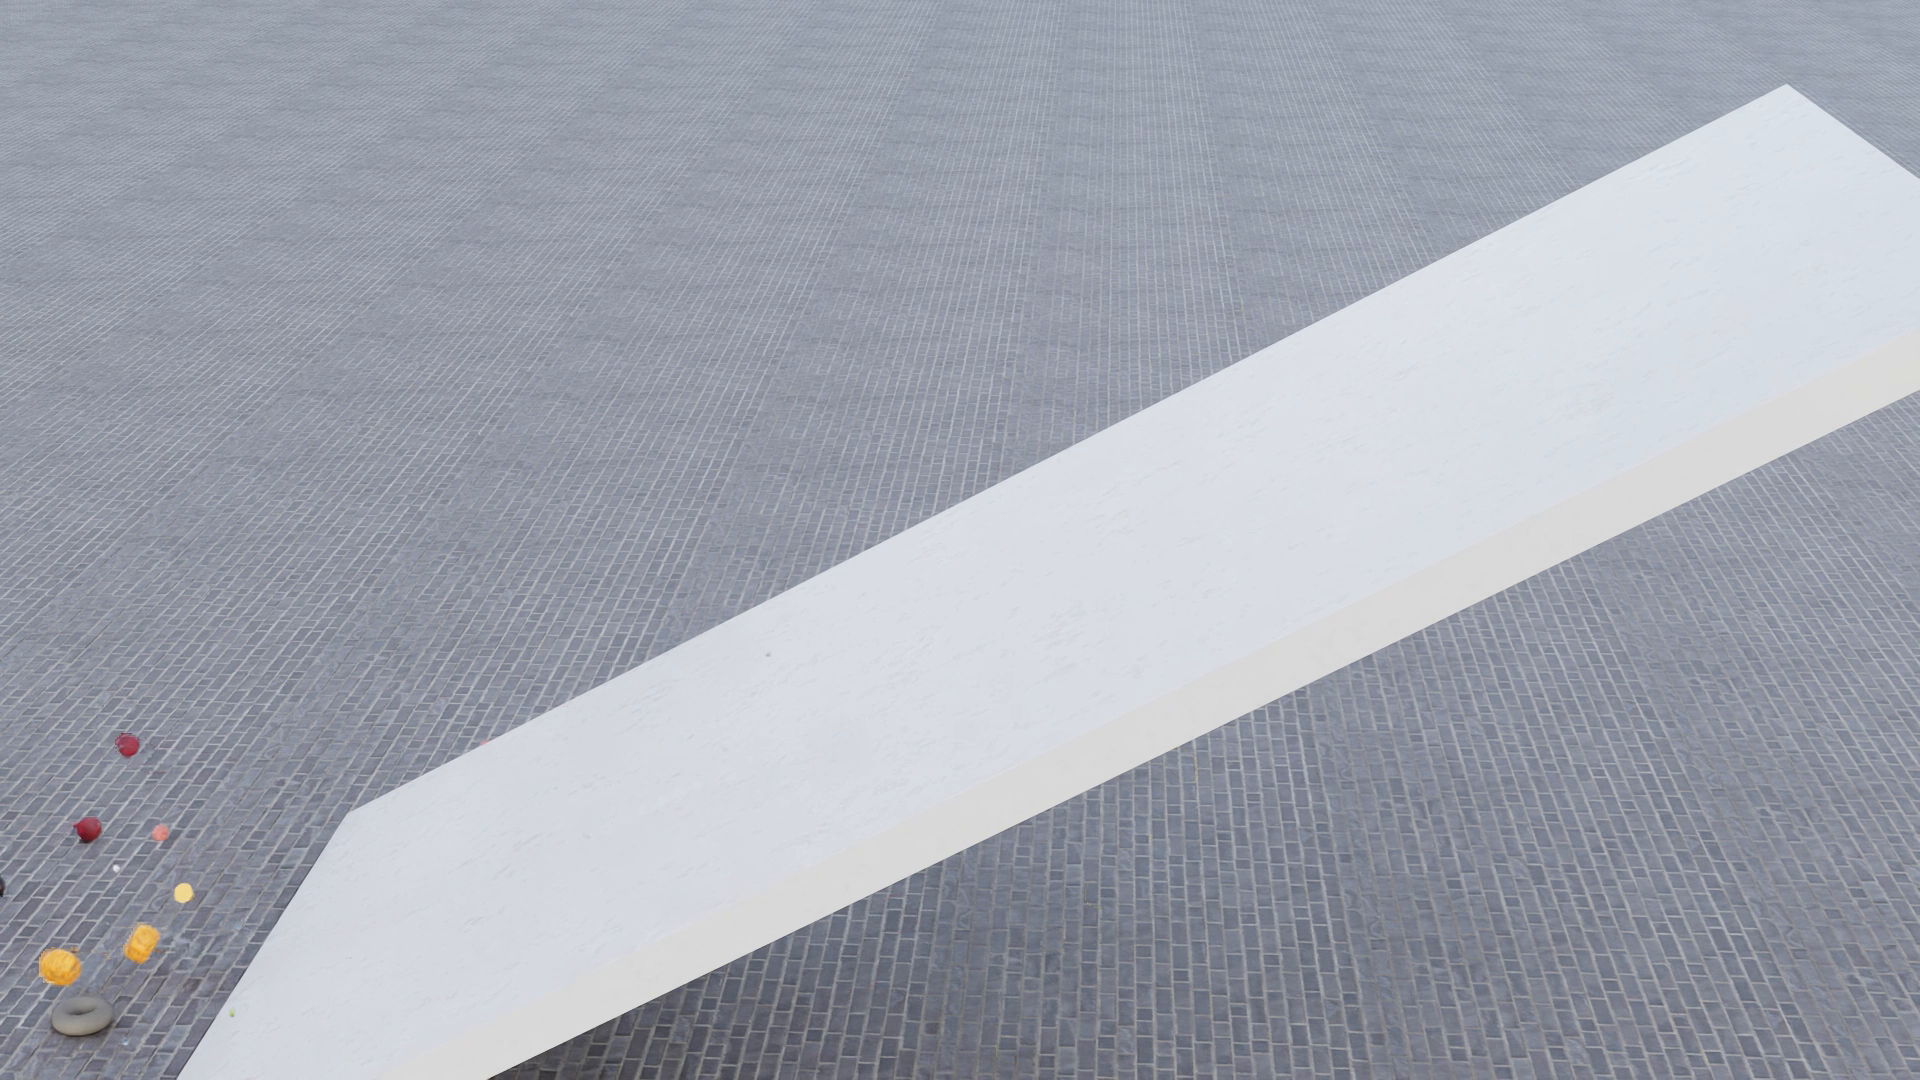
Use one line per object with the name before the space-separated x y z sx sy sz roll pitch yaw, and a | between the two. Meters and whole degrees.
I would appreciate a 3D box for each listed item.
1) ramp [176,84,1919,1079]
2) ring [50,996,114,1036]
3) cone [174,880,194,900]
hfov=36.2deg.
ramp | 0.141 0.167 6.282 4.000 0.100 2.000 -27 14 11
ring | -1.985 1.075 6.653 0.139 0.046 0.139 0 19 0
cone | -1.917 0.878 7.313 0.050 0.050 0.050 9 -16 26
